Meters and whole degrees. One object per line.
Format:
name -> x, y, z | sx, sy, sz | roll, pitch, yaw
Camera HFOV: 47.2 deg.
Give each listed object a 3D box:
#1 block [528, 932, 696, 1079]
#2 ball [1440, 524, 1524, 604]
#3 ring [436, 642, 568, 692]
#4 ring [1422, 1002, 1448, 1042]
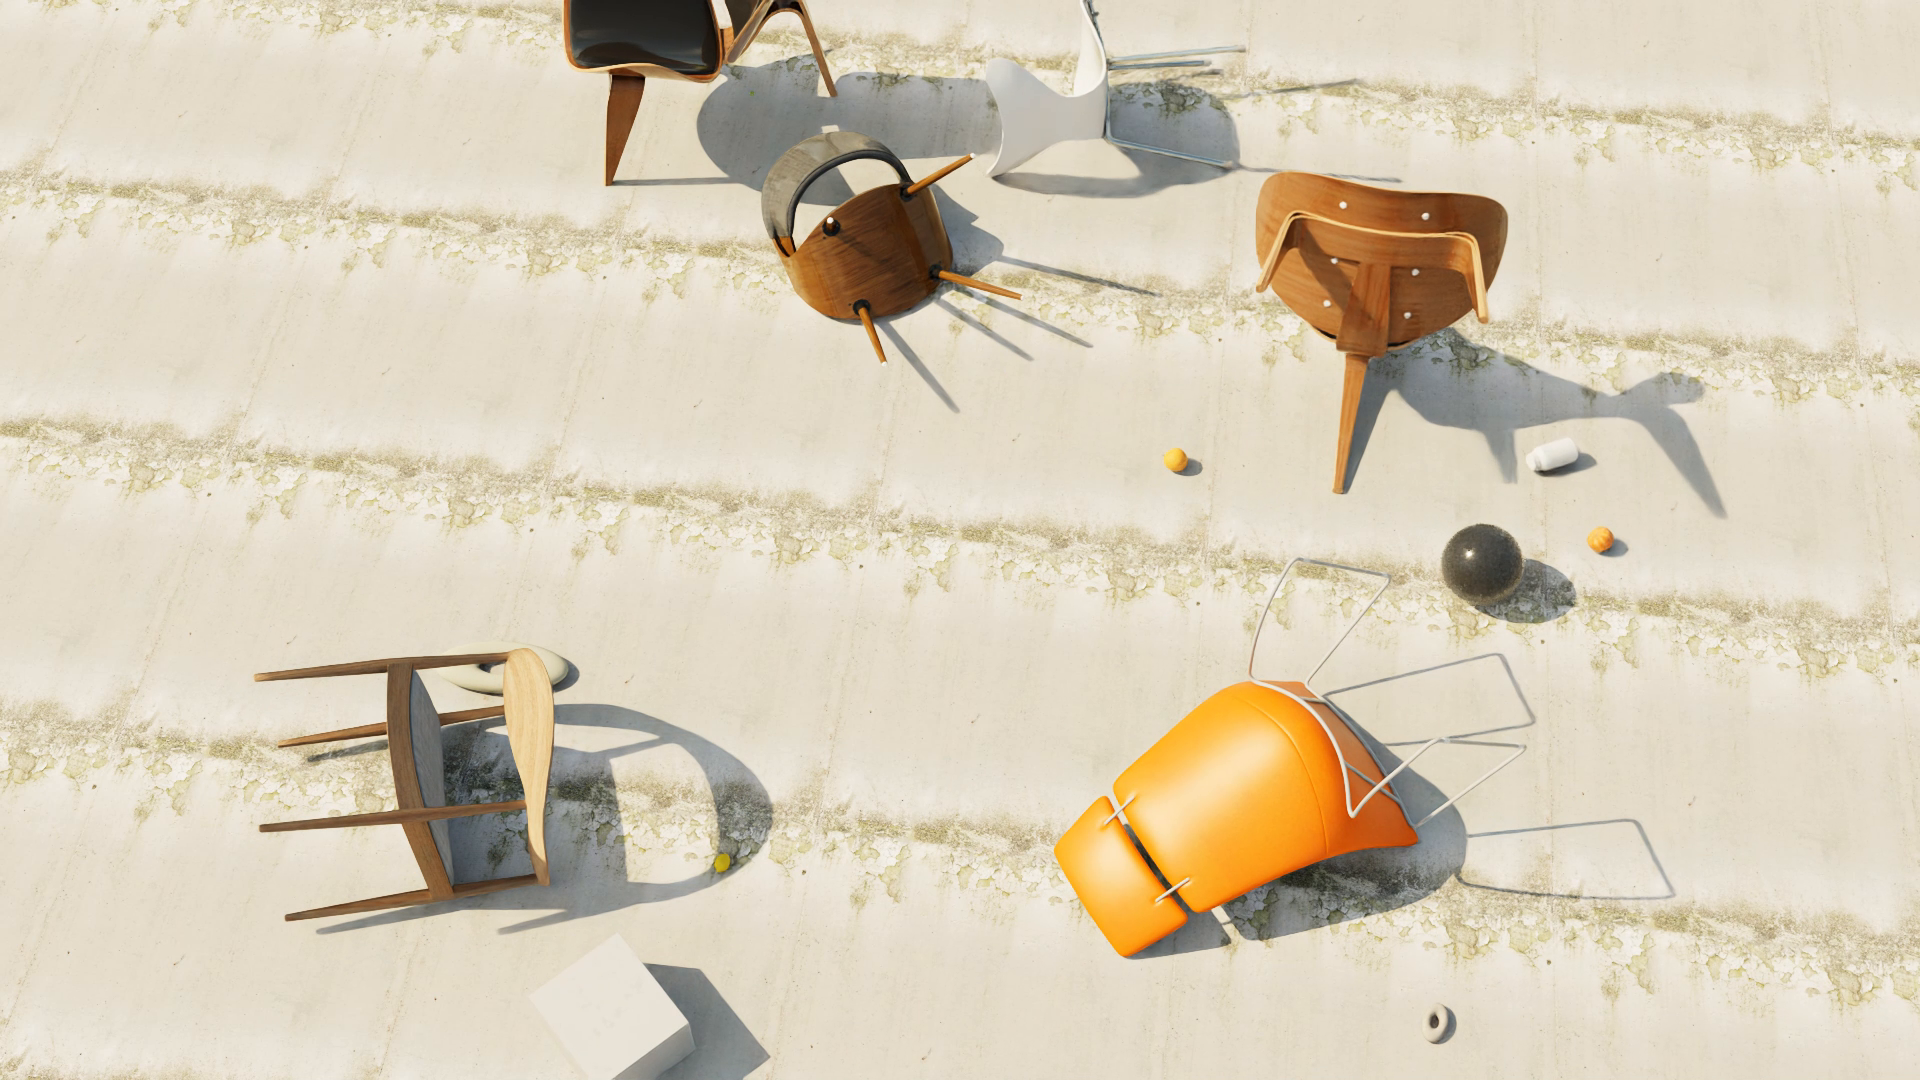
block -> -0.889, 1.237, 5.633 | 0.275, 0.185, 0.315 | -34, 63, -21
ball -> 1.517, 0.070, 6.385 | 0.236, 0.236, 0.236 | 0, 56, 0
ring -> -1.314, 0.364, 6.301 | 0.387, 0.048, 0.168 | 3, 55, 2
ring -> 1.234, 1.253, 5.714 | 0.067, 0.032, 0.111 | 18, 59, 10
